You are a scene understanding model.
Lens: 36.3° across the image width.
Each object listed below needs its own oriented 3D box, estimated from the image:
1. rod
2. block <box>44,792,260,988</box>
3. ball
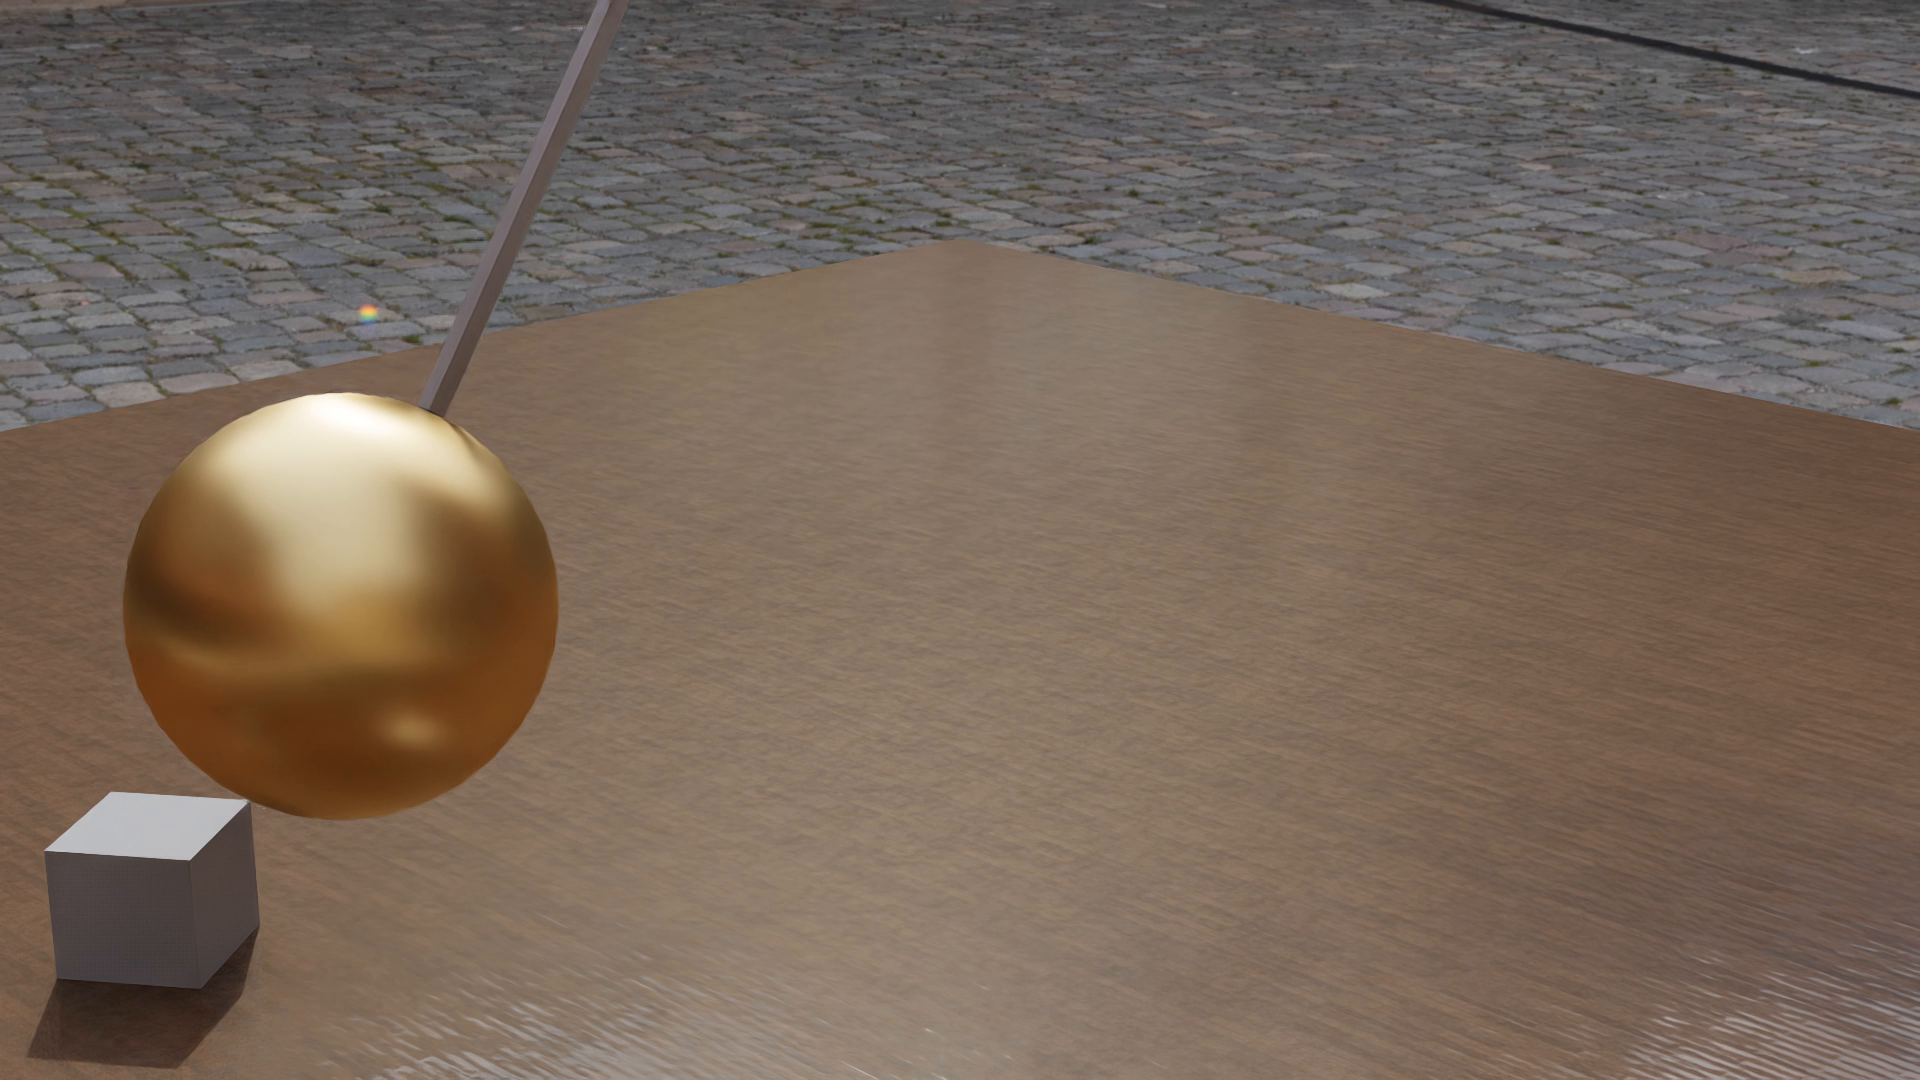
[{"bbox_3d":[-1.001,-2.865,11.392,0.080,5.200,0.080,17,-9,42],"label":"rod"},{"bbox_3d":[-3.460,1.497,12.603,0.641,0.587,0.655,3,18,9],"label":"block"},{"bbox_3d":[-2.310,0.248,10.998,1.600,1.600,1.600,0,17,0],"label":"ball"}]
